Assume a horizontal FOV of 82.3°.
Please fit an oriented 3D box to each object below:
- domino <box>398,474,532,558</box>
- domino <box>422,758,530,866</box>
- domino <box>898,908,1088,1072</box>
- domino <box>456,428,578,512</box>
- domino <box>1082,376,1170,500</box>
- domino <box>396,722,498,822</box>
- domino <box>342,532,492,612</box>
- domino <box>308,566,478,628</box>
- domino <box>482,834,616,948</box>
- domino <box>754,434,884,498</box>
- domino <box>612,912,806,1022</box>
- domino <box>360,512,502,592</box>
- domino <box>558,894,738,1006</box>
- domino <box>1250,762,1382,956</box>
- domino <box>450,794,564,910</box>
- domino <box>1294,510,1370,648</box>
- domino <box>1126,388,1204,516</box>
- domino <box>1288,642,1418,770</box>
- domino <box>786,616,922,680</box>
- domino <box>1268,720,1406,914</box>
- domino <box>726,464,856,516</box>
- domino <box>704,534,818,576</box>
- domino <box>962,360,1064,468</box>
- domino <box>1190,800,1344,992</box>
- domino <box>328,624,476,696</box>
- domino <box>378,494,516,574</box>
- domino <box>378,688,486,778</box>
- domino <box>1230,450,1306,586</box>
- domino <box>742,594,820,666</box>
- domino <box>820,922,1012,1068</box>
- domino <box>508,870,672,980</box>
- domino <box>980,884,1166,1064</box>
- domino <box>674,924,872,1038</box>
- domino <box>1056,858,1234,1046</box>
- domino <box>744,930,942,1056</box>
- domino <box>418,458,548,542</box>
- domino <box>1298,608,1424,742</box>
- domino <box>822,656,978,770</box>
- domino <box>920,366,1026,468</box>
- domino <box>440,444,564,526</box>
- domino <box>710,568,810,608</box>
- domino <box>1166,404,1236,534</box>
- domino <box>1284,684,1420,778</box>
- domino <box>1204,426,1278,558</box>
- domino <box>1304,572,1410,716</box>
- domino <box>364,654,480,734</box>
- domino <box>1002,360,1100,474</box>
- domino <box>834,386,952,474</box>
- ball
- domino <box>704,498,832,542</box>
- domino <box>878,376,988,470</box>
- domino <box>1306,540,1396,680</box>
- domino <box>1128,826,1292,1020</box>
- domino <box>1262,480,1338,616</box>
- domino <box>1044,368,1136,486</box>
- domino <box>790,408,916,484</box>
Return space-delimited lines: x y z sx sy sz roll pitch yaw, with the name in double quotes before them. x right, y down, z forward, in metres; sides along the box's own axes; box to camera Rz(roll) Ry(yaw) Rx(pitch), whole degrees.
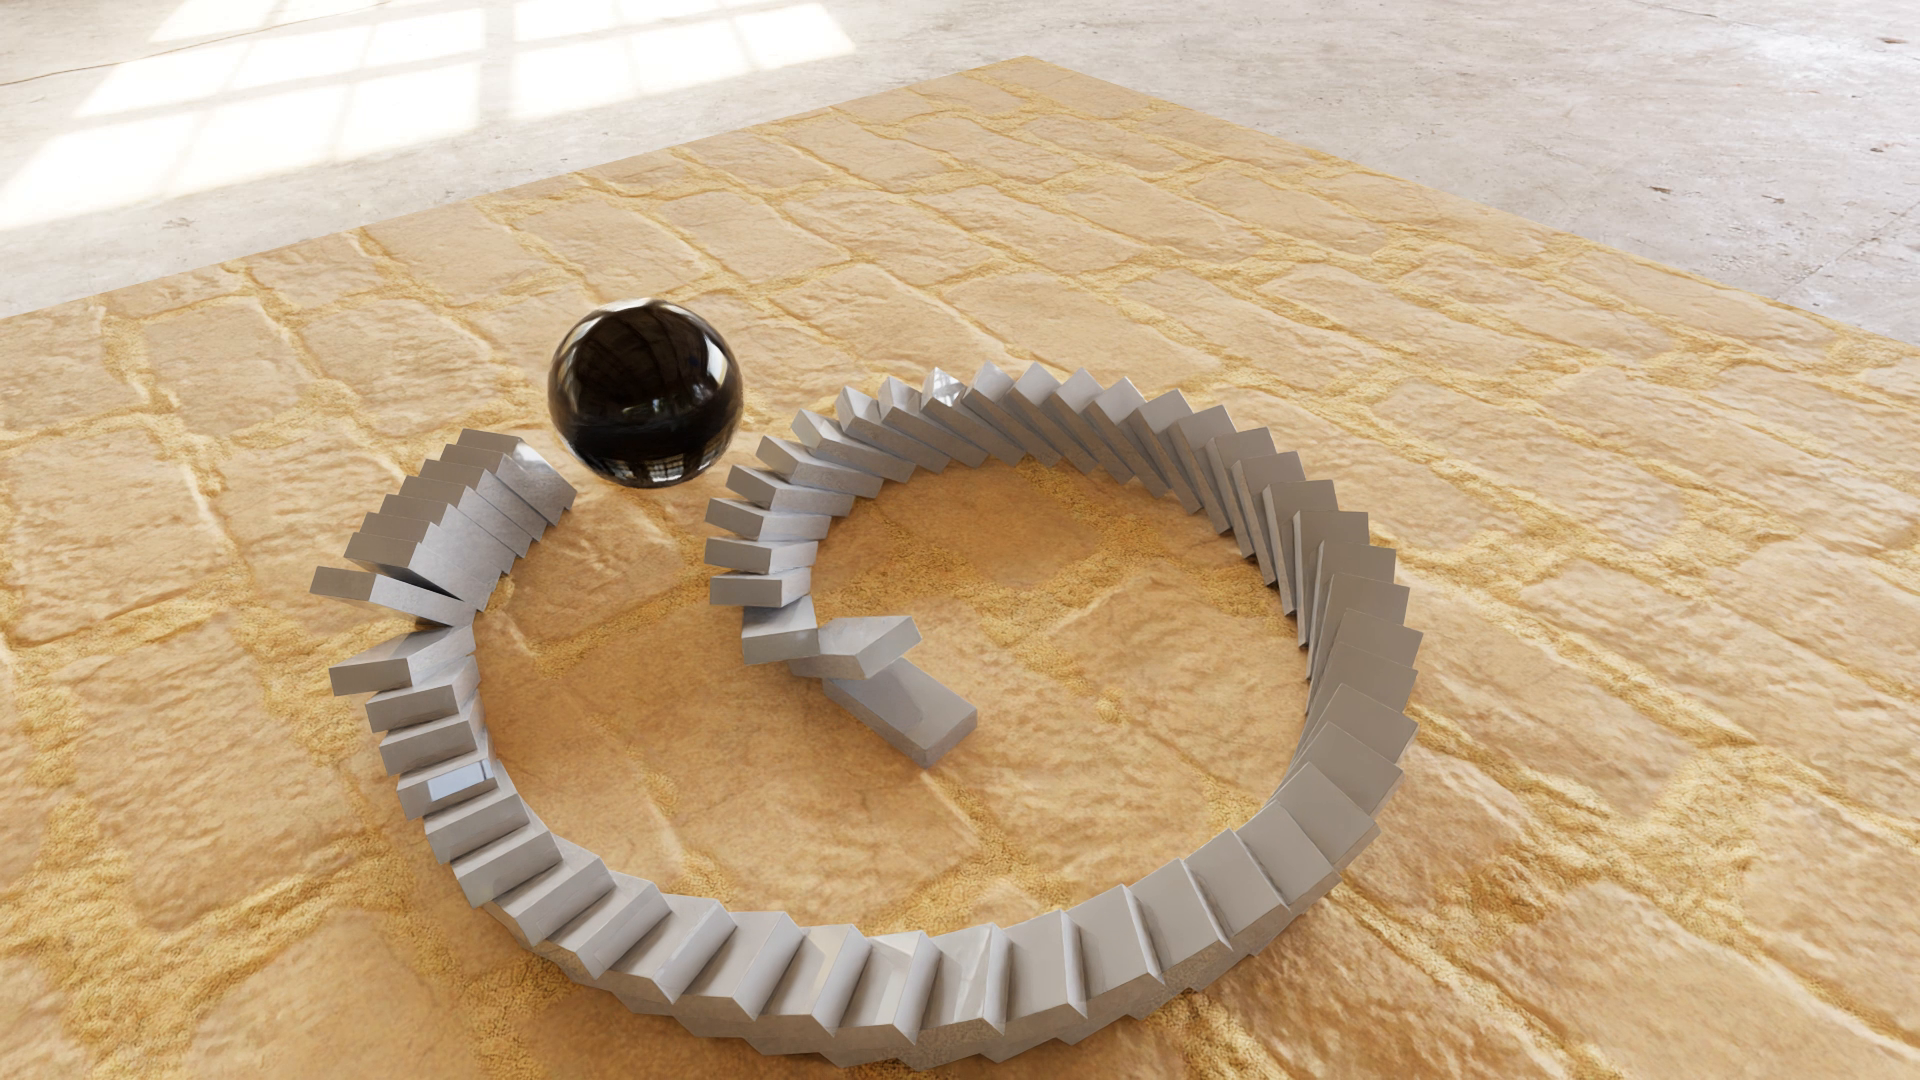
"domino" -0.189 -0.008 0.423 0.025 0.050 0.009 9 69 11
"domino" -0.145 0.079 0.326 0.025 0.009 0.050 -24 12 -26
"domino" 0.007 0.116 0.282 0.050 0.009 0.025 -27 35 21
"domino" -0.179 -0.028 0.447 0.025 0.050 0.009 9 69 11
"domino" 0.078 -0.045 0.477 0.050 0.009 0.025 50 53 3
"domino" -0.157 0.070 0.338 0.025 0.010 0.050 -19 10 -22
"domino" -0.195 0.012 0.398 0.025 0.050 0.009 8 70 10
"domino" -0.198 0.021 0.387 0.025 0.050 0.010 6 76 17
"domino" -0.117 0.096 0.306 0.025 0.009 0.050 -34 17 -34
"domino" -0.058 -0.030 0.459 0.025 0.010 0.050 36 16 36
"domino" -0.066 0.111 0.288 0.050 0.010 0.025 -15 27 37
"domino" -0.195 0.005 0.407 0.025 0.050 0.009 8 70 10
"domino" -0.084 0.107 0.292 0.050 0.010 0.025 -12 26 42
"domino" 0.092 0.090 0.312 0.050 0.010 0.025 -45 49 0
"domino" -0.133 0.088 0.316 0.025 0.009 0.050 -26 13 -28
"domino" 0.138 0.014 0.405 0.025 0.009 0.050 2 74 3
"domino" 0.095 -0.038 0.469 0.025 0.010 0.050 -27 81 -29
"domino" 0.124 0.061 0.349 0.025 0.010 0.050 21 77 24
"domino" -0.038 0.037 0.378 0.025 0.009 0.050 -34 16 -33
"domino" 0.105 0.081 0.323 0.025 0.009 0.050 36 85 35
"domino" -0.068 -0.020 0.447 0.025 0.010 0.050 27 12 29
"domino" -0.074 0.005 0.416 0.025 0.009 0.050 9 5 11
"domino" 0.026 -0.056 0.491 0.050 0.010 0.025 36 40 -11
"domino" 0.077 0.098 0.303 0.050 0.009 0.025 -40 46 5
"domino" -0.188 0.040 0.373 0.025 0.009 0.050 -7 8 -1
"domino" -0.192 -0.002 0.415 0.025 0.050 0.009 8 70 10
"domino" -0.166 0.060 0.350 0.025 0.009 0.050 -16 9 -19
"domino" 0.127 -0.009 0.433 0.025 0.010 0.050 -9 74 -11
"domino" -0.063 0.031 0.387 0.025 0.009 0.050 -7 11 -9
"domino" -0.011 0.116 0.281 0.050 0.009 0.025 -23 32 25
"domino" -0.102 0.102 0.298 0.050 0.009 0.025 -9 24 48
"domino" 0.026 0.113 0.286 0.050 0.009 0.025 -31 38 15
"domino" -0.049 0.114 0.284 0.050 0.010 0.025 -17 29 34
"domino" 0.044 0.109 0.291 0.050 0.010 0.025 -35 41 10
"domino" -0.030 0.116 0.281 0.050 0.010 0.025 -19 30 31
"domino" -0.186 -0.015 0.431 0.025 0.050 0.010 9 69 11
"domino" 0.131 0.050 0.362 0.025 0.009 0.050 19 76 22
"domino" -0.021 0.055 0.376 0.050 0.010 0.025 30 48 32
"domino" 0.006 -0.055 0.489 0.050 0.010 0.025 29 35 -20
"domino" -0.182 -0.021 0.439 0.025 0.050 0.009 9 69 11
"domino" -0.072 0.016 0.401 0.025 0.010 0.050 2 3 3
"domino" 0.109 -0.030 0.459 0.025 0.010 0.050 -19 78 -23
"domino" 0.116 0.072 0.335 0.025 0.010 0.050 29 81 31
"domino" 0.120 -0.019 0.446 0.025 0.009 0.050 -12 75 -14
"domino" 0.136 0.038 0.376 0.025 0.009 0.050 12 75 15
"domino" -0.176 0.050 0.362 0.025 0.010 0.050 -13 8 -15
"domino" 0.045 -0.054 0.489 0.050 0.009 0.025 42 45 -5
"domino" -0.029 -0.048 0.481 0.050 0.010 0.025 22 28 -31
"ball" -0.131 -0.061 0.463 0.080 0.080 0.080 0 39 0
"domino" -0.075 -0.008 0.432 0.025 0.010 0.050 19 8 21
"domino" -0.012 -0.052 0.485 0.050 0.010 0.025 25 31 -26
"domino" 0.139 0.026 0.390 0.025 0.009 0.050 8 74 10
"domino" 0.061 0.103 0.297 0.050 0.010 0.025 -38 44 6
"domino" 0.133 0.003 0.420 0.025 0.009 0.050 -4 73 -5
"domino" 0.063 -0.050 0.484 0.050 0.010 0.025 46 50 0
"domino" -0.045 -0.040 0.472 0.050 0.010 0.025 14 25 -41
